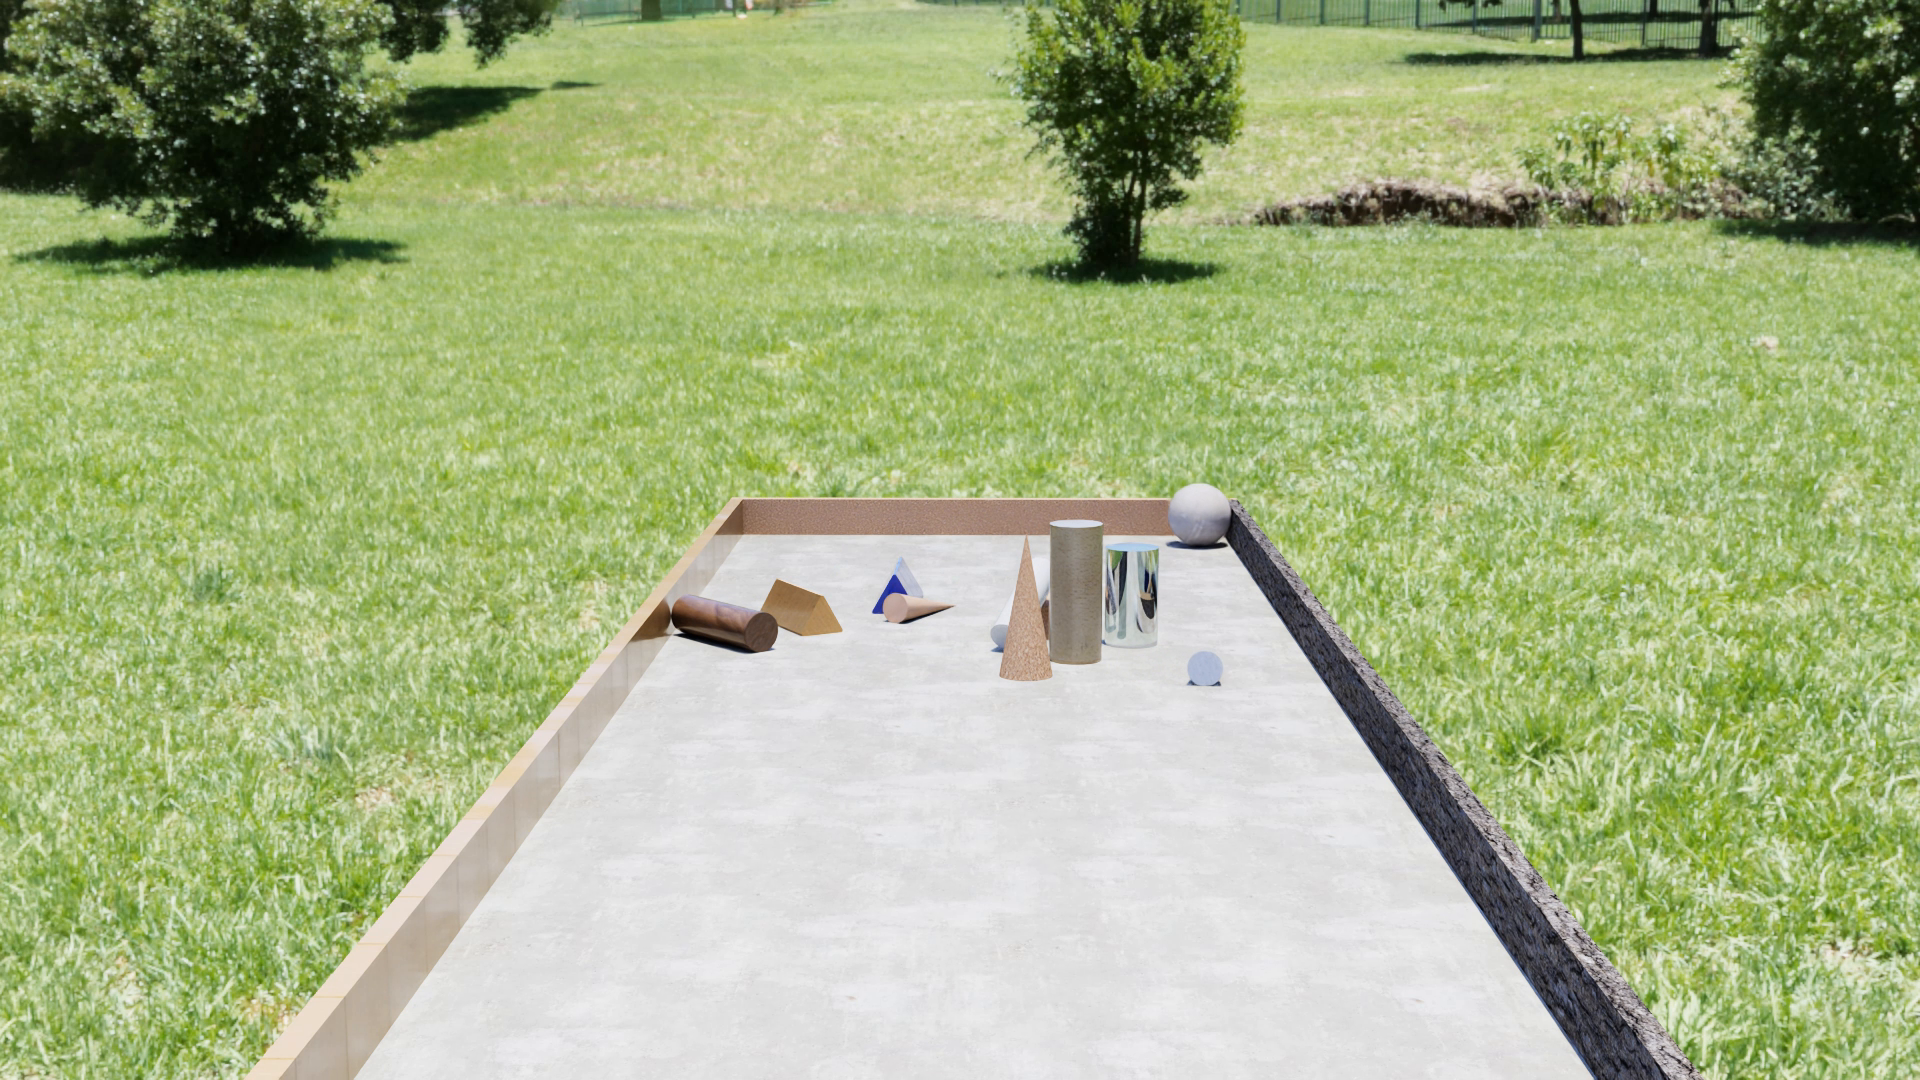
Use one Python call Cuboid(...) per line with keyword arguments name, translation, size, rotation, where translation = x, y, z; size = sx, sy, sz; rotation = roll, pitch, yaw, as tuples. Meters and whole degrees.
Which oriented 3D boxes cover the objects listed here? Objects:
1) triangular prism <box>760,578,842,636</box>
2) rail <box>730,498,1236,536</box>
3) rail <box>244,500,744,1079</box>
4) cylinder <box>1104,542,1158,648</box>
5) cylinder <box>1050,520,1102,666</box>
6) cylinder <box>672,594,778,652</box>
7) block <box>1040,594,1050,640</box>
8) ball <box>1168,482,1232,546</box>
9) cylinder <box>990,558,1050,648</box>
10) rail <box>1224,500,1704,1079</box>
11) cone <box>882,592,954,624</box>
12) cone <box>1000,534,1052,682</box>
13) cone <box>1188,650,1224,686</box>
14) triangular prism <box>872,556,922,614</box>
Cuboid(name="triangular prism", translation=(-0.528, 0.214, 7.234), size=(0.145, 0.125, 0.355), rotation=(-4, 10, -28))
Cuboid(name="rail", translation=(0.099, -0.098, 9.147), size=(2.100, 0.150, 0.050), rotation=(0, 9, 1))
Cuboid(name="rail", translation=(-1.004, 0.839, 3.234), size=(0.050, 0.150, 12.000), rotation=(0, 9, 1))
Cuboid(name="cylinder", translation=(0.540, 0.175, 6.921), size=(0.167, 0.309, 0.167), rotation=(0, 9, 0))
Cuboid(name="cylinder", translation=(0.352, 0.157, 6.676), size=(0.160, 0.419, 0.160), rotation=(0, 9, 0))
Cuboid(name="cylinder", translation=(-0.747, 0.262, 6.956), size=(0.126, 0.126, 0.408), rotation=(-8, 12, -41))
Cuboid(name="block", translation=(0.322, 0.234, 7.174), size=(0.112, 0.112, 0.374), rotation=(5, 10, 28))
Cuboid(name="ball", translation=(0.963, -0.103, 8.844), size=(0.255, 0.255, 0.255), rotation=(0, 9, 0))
Cuboid(name="cylinder", translation=(0.204, 0.200, 6.928), size=(0.107, 0.107, 0.332), rotation=(4, 40, 25))
Cuboid(name="rail", translation=(1.046, 0.843, 3.208), size=(0.050, 0.150, 12.000), rotation=(0, 9, 1))
Cuboid(name="cone", translation=(-0.112, 0.226, 7.427), size=(0.100, 0.100, 0.373), rotation=(6, 3, 33))
Cuboid(name="cone", translation=(0.194, 0.187, 6.455), size=(0.159, 0.430, 0.159), rotation=(0, 9, 0))
Cuboid(name="cone", translation=(0.733, 0.366, 6.536), size=(0.104, 0.104, 0.389), rotation=(1, 2, 8))
Cuboid(name="triangular prism", translation=(-0.214, 0.153, 7.598), size=(0.154, 0.133, 0.363), rotation=(0, 9, 2))
